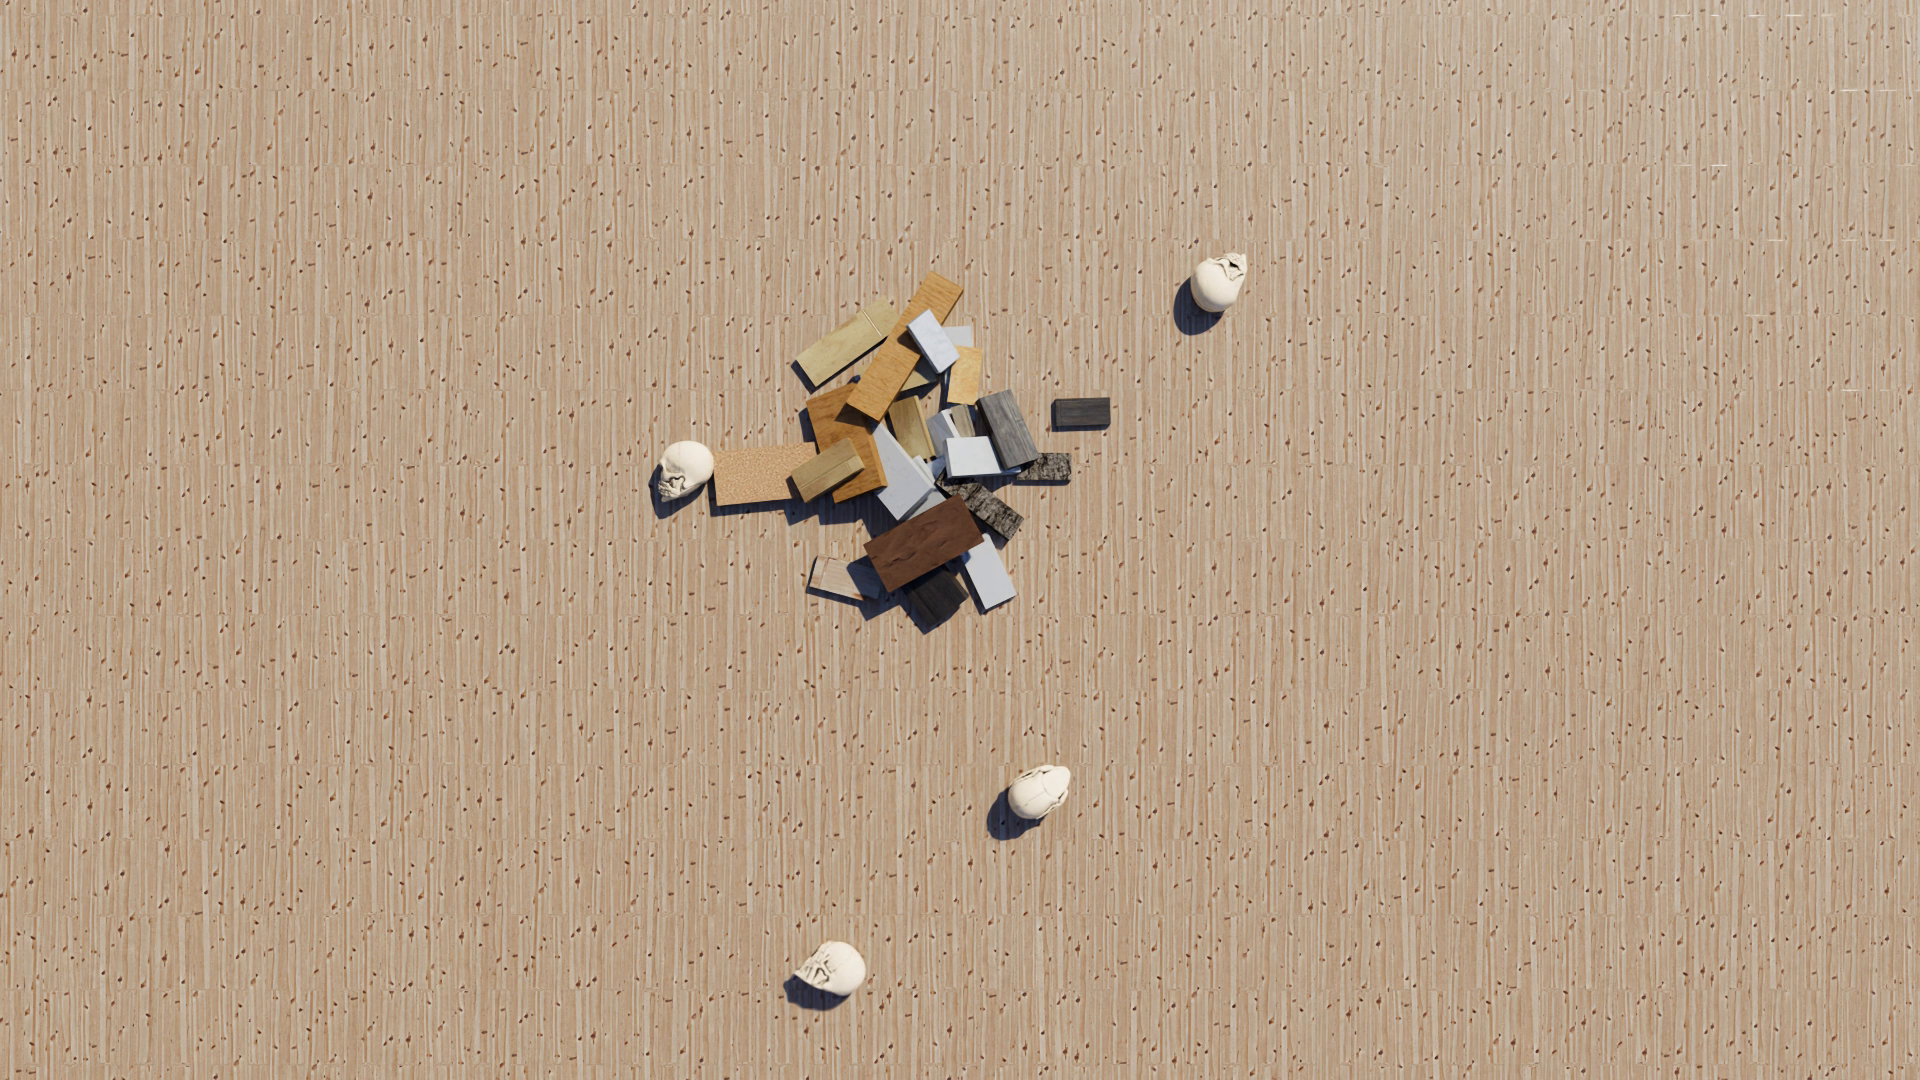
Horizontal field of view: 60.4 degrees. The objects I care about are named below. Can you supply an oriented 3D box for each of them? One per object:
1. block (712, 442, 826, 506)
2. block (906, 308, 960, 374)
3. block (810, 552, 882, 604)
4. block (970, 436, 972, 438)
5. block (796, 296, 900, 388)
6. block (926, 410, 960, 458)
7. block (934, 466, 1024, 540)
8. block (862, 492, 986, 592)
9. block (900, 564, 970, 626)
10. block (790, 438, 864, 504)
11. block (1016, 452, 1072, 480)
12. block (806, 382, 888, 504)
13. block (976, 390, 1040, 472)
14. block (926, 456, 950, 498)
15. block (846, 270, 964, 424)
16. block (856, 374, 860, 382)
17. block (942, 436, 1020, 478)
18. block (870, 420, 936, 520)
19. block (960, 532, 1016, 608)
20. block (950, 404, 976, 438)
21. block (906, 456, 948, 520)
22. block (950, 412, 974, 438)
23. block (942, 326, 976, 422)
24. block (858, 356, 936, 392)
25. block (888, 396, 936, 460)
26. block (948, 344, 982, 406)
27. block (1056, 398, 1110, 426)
[{"bbox_3d":[-0.634,-0.220,5.475,0.356,0.050,0.178,-6,90,0],"label":"block"},{"bbox_3d":[-0.089,-0.649,5.390,0.094,0.027,0.189,-41,109,-20],"label":"block"},{"bbox_3d":[-0.373,0.127,5.484,0.229,0.032,0.114,15,90,0],"label":"block"},{"bbox_3d":[0.018,-0.299,5.478,0.055,0.016,0.111,-6,105,1],"label":"block"},{"bbox_3d":[-0.366,-0.660,5.483,0.360,0.034,0.118,-35,90,0],"label":"block"},{"bbox_3d":[-0.043,-0.315,5.457,0.104,0.029,0.208,-27,90,37],"label":"block"},{"bbox_3d":[0.064,-0.127,5.439,0.318,0.026,0.090,38,76,-14],"label":"block"},{"bbox_3d":[-0.117,0.009,5.381,0.356,0.050,0.178,-28,91,3],"label":"block"},{"bbox_3d":[-0.129,0.113,5.453,0.158,0.045,0.316,-39,90,19],"label":"block"},{"bbox_3d":[-0.433,-0.228,5.392,0.229,0.032,0.114,-30,78,15],"label":"block"},{"bbox_3d":[0.280,-0.244,5.487,0.181,0.026,0.090,0,90,0],"label":"block"},{"bbox_3d":[-0.372,-0.317,5.421,0.178,0.050,0.356,-20,82,20],"label":"block"},{"bbox_3d":[0.157,-0.364,5.441,0.126,0.036,0.251,-19,82,-27],"label":"block"},{"bbox_3d":[-0.055,-0.164,5.462,0.104,0.029,0.208,-23,94,20],"label":"block"},{"bbox_3d":[-0.179,-0.635,5.412,0.126,0.036,0.540,30,76,7],"label":"block"},{"bbox_3d":[-0.220,-0.561,5.483,0.237,0.034,0.118,-37,90,0],"label":"block"},{"bbox_3d":[0.071,-0.274,5.420,0.251,0.036,0.126,-5,80,-26],"label":"block"},{"bbox_3d":[-0.238,-0.233,5.417,0.158,0.045,0.316,-44,74,15],"label":"block"},{"bbox_3d":[0.089,0.102,5.484,0.114,0.032,0.229,-25,90,0],"label":"block"},{"bbox_3d":[0.010,-0.391,5.441,0.055,0.016,0.111,-15,98,2],"label":"block"},{"bbox_3d":[-0.111,-0.104,5.452,0.158,0.045,0.316,-35,90,20],"label":"block"},{"bbox_3d":[0.002,-0.374,5.472,0.055,0.016,0.111,-23,109,7],"label":"block"},{"bbox_3d":[-0.003,-0.551,5.487,0.095,0.027,0.315,-3,90,0],"label":"block"},{"bbox_3d":[-0.208,-0.548,5.450,0.237,0.034,0.118,-17,90,0],"label":"block"},{"bbox_3d":[-0.162,-0.363,5.466,0.104,0.029,0.208,-17,90,23],"label":"block"},{"bbox_3d":[0.017,-0.544,5.460,0.095,0.027,0.189,8,90,0],"label":"block"},{"bbox_3d":[0.409,-0.427,5.487,0.181,0.026,0.090,-2,90,0],"label":"block"}]
